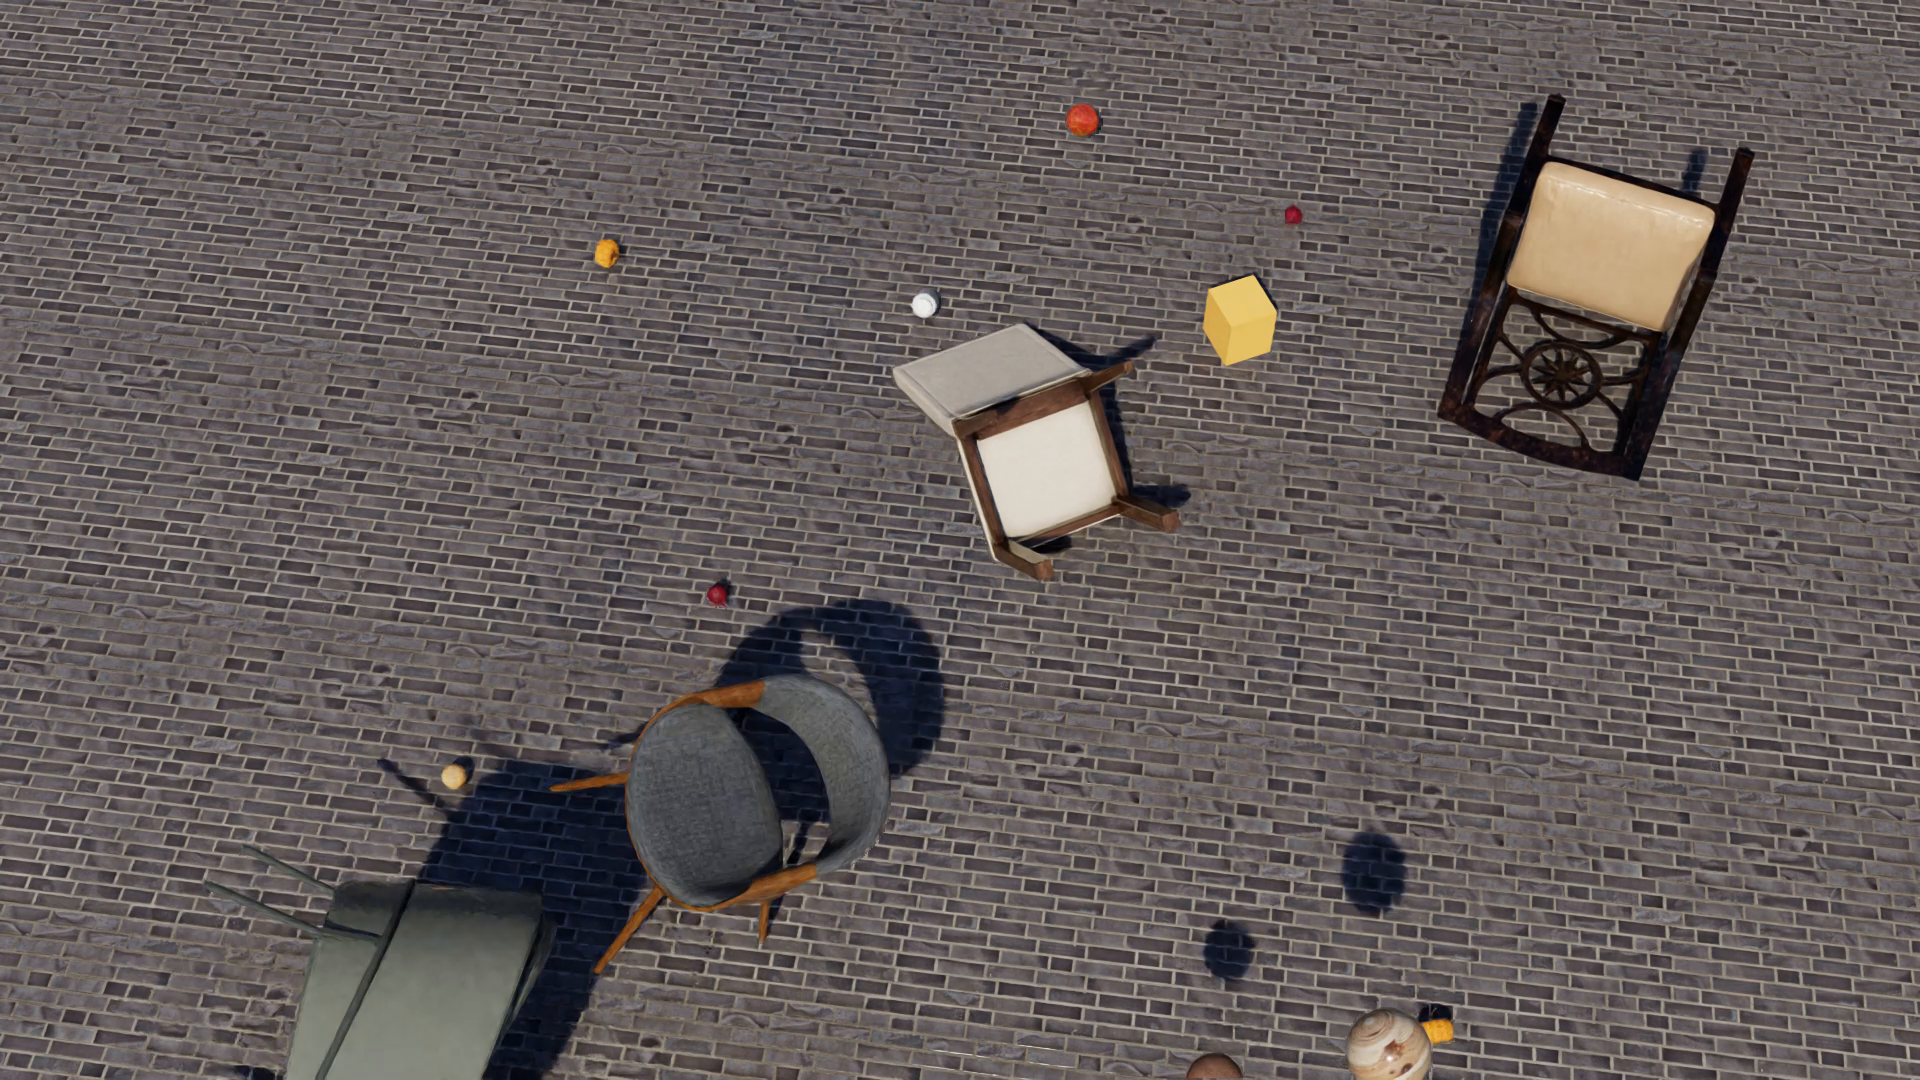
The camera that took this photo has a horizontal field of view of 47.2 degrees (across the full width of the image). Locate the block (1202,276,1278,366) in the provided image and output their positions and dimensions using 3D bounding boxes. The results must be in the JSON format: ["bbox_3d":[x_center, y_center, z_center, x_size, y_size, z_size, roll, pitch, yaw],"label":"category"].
[{"bbox_3d":[0.879,-0.691,6.921,0.157,0.192,0.165,-19,58,-12],"label":"block"}]

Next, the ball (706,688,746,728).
[{"bbox_3d":[-0.659,0.473,6.187,0.115,0.115,0.115,0,56,0],"label":"ball"}]

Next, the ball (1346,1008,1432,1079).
[{"bbox_3d":[0.930,1.107,4.769,0.182,0.182,0.182,0,56,0],"label":"ball"}]

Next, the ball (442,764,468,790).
[{"bbox_3d":[-1.400,0.655,6.091,0.072,0.072,0.072,0,56,0],"label":"ball"}]
